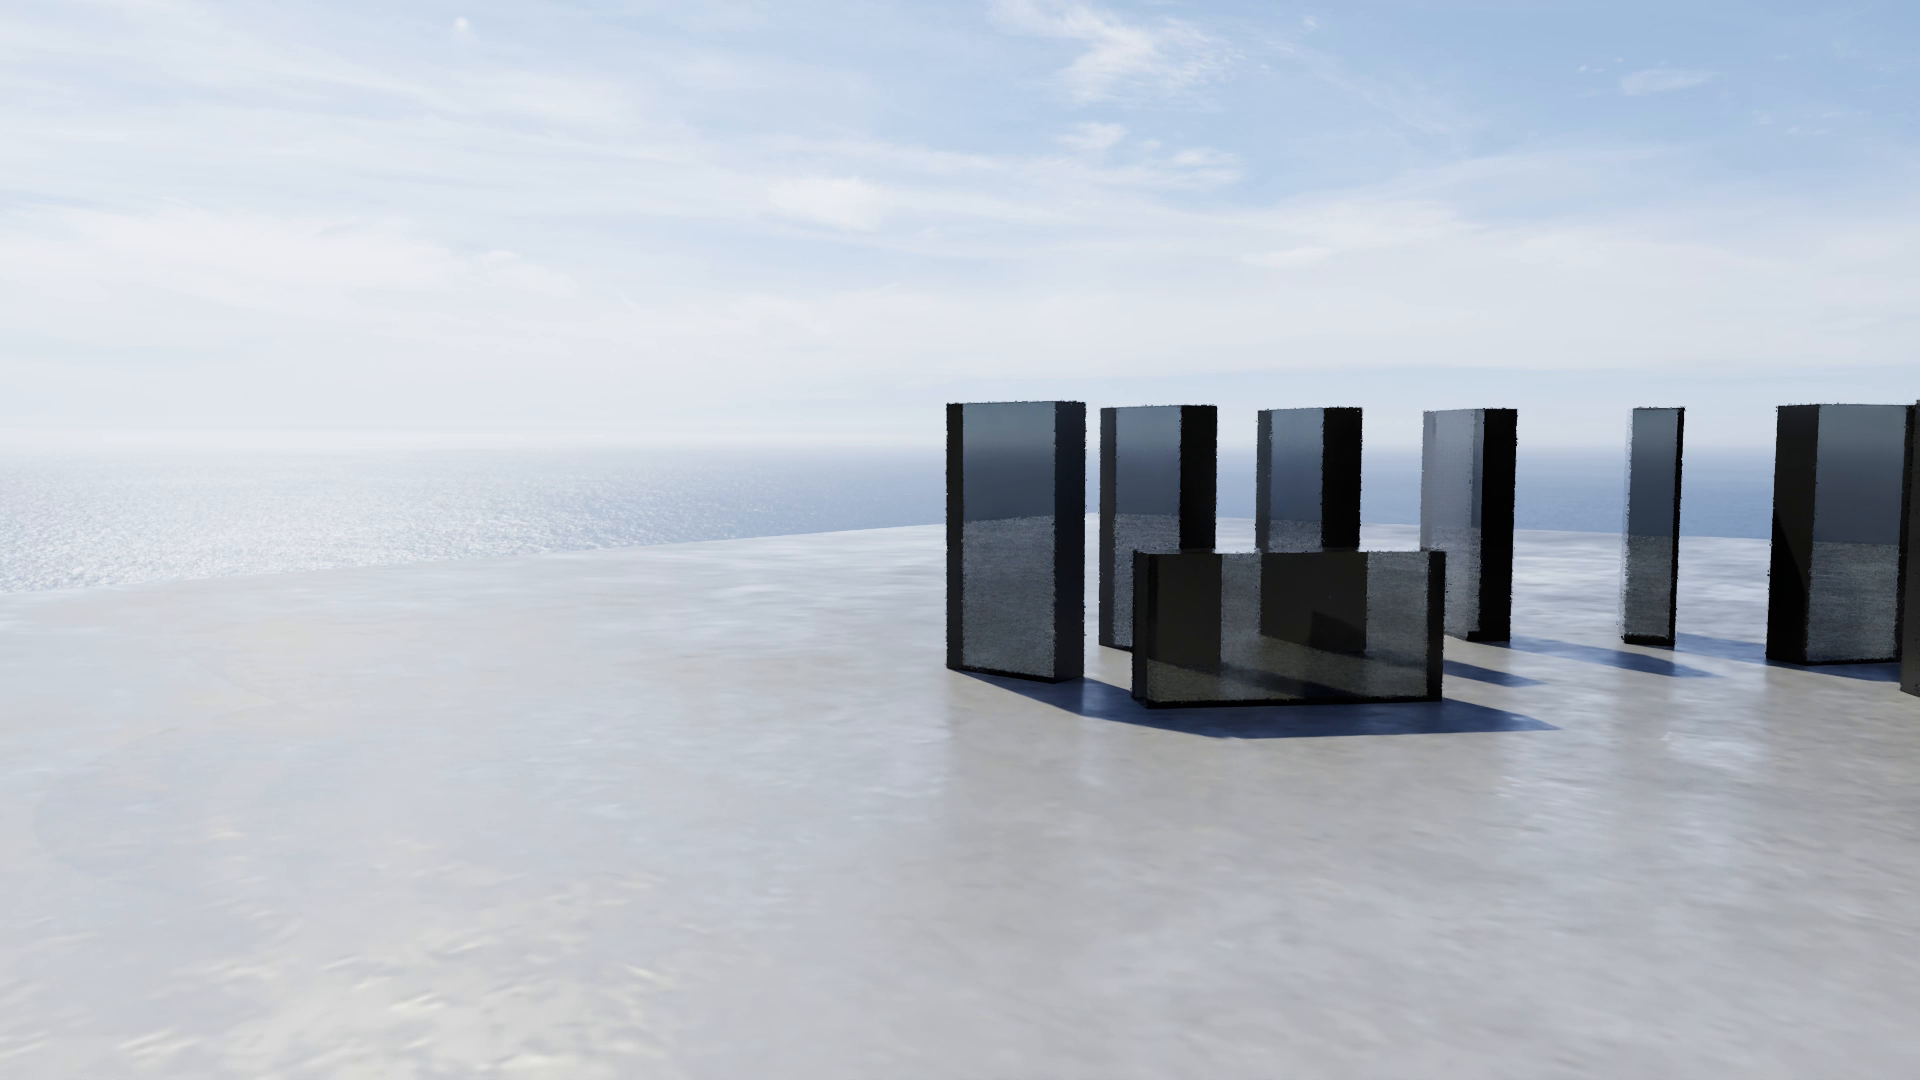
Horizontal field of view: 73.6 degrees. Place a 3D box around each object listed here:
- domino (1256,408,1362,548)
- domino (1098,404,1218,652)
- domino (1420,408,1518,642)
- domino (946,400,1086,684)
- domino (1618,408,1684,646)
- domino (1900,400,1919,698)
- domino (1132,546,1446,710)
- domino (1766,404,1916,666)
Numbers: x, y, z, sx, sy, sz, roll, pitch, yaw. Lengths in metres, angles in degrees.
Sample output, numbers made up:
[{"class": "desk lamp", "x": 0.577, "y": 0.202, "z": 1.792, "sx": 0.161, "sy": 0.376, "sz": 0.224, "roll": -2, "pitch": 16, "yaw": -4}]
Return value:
[{"class": "domino", "x": 0.075, "y": -0.003, "z": 0.279, "sx": 0.009, "sy": 0.050, "sz": 0.025, "roll": -1, "pitch": 5, "yaw": -19}, {"class": "domino", "x": 0.040, "y": -0.002, "z": 0.262, "sx": 0.010, "sy": 0.050, "sz": 0.025, "roll": -3, "pitch": 5, "yaw": -32}, {"class": "domino", "x": 0.113, "y": -0.004, "z": 0.287, "sx": 0.010, "sy": 0.050, "sz": 0.025, "roll": 0, "pitch": 4, "yaw": -4}, {"class": "domino", "x": 0.010, "y": 0.000, "z": 0.237, "sx": 0.025, "sy": 0.050, "sz": 0.010, "roll": 4, "pitch": 6, "yaw": 40}, {"class": "domino", "x": 0.151, "y": -0.004, "z": 0.281, "sx": 0.009, "sy": 0.050, "sz": 0.025, "roll": 2, "pitch": 5, "yaw": 25}, {"class": "domino", "x": 0.174, "y": 0.002, "z": 0.213, "sx": 0.025, "sy": 0.050, "sz": 0.010, "roll": 1, "pitch": 4, "yaw": 10}, {"class": "domino", "x": 0.054, "y": 0.014, "z": 0.213, "sx": 0.050, "sy": 0.025, "sz": 0.009, "roll": -1, "pitch": 4, "yaw": -7}, {"class": "domino", "x": 0.173, "y": -0.001, "z": 0.251, "sx": 0.025, "sy": 0.050, "sz": 0.010, "roll": -1, "pitch": 4, "yaw": -12}]
